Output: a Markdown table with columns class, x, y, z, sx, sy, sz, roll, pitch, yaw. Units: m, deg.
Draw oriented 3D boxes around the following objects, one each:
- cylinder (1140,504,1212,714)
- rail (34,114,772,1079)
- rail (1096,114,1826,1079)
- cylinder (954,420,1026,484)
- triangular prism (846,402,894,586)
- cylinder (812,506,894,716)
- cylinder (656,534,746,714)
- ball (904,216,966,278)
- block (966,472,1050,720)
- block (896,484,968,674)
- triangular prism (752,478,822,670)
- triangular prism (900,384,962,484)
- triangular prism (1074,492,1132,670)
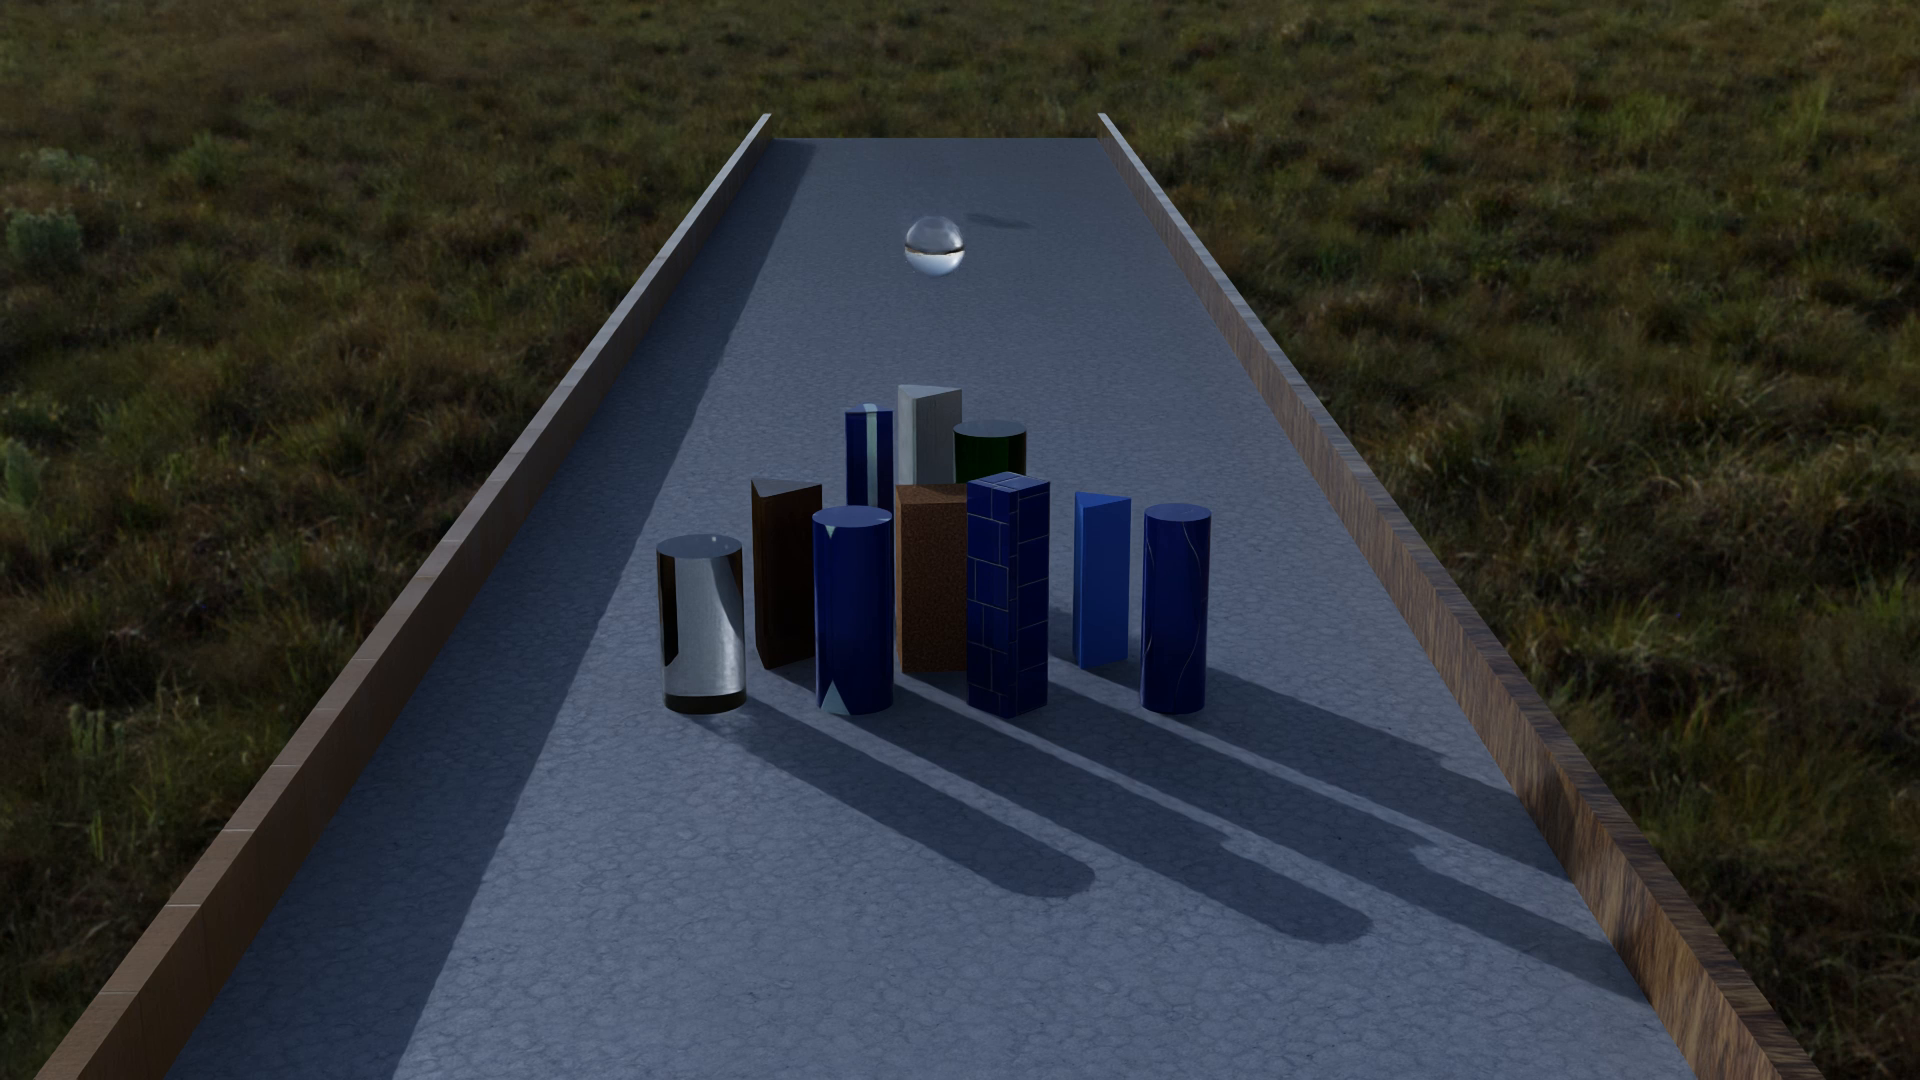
| class | x | y | z | sx | sy | sz | roll | pitch | yaw |
| --- | --- | --- | --- | --- | --- | --- | --- | --- | --- |
| cylinder | 0.404 | 0.129 | 4.131 | 0.124 | 0.377 | 0.124 | 0 | 17 | 0 |
| rail | -1.118 | -0.838 | 7.780 | 0.050 | 0.150 | 12.000 | 0 | 17 | -1 |
| rail | 0.932 | -0.844 | 7.801 | 0.050 | 0.150 | 12.000 | 0 | 17 | -1 |
| cylinder | 0.063 | -0.039 | 4.651 | 0.154 | 0.404 | 0.154 | 0 | 17 | 0 |
| triangular prism | -0.193 | -0.061 | 4.640 | 0.098 | 0.451 | 0.085 | -2 | 17 | -7 |
| cylinder | -0.200 | 0.131 | 4.142 | 0.149 | 0.366 | 0.149 | 0 | 17 | 0 |
| cylinder | -0.488 | 0.158 | 4.157 | 0.160 | 0.306 | 0.160 | 0 | 17 | 0 |
| ball | -0.101 | -1.161 | 8.706 | 0.242 | 0.242 | 0.242 | 0 | 17 | 0 |
| block | 0.090 | 0.103 | 4.113 | 0.108 | 0.438 | 0.108 | -16 | 23 | -43 |
| block | -0.051 | 0.075 | 4.369 | 0.142 | 0.346 | 0.142 | -2 | 17 | -6 |
| triangular prism | -0.372 | 0.059 | 4.407 | 0.149 | 0.355 | 0.129 | -15 | 22 | -40 |
| triangular prism | -0.091 | -0.128 | 4.908 | 0.144 | 0.427 | 0.125 | -15 | 22 | -42 |
| triangular prism | 0.261 | 0.075 | 4.388 | 0.117 | 0.334 | 0.101 | -11 | 20 | -34 |
